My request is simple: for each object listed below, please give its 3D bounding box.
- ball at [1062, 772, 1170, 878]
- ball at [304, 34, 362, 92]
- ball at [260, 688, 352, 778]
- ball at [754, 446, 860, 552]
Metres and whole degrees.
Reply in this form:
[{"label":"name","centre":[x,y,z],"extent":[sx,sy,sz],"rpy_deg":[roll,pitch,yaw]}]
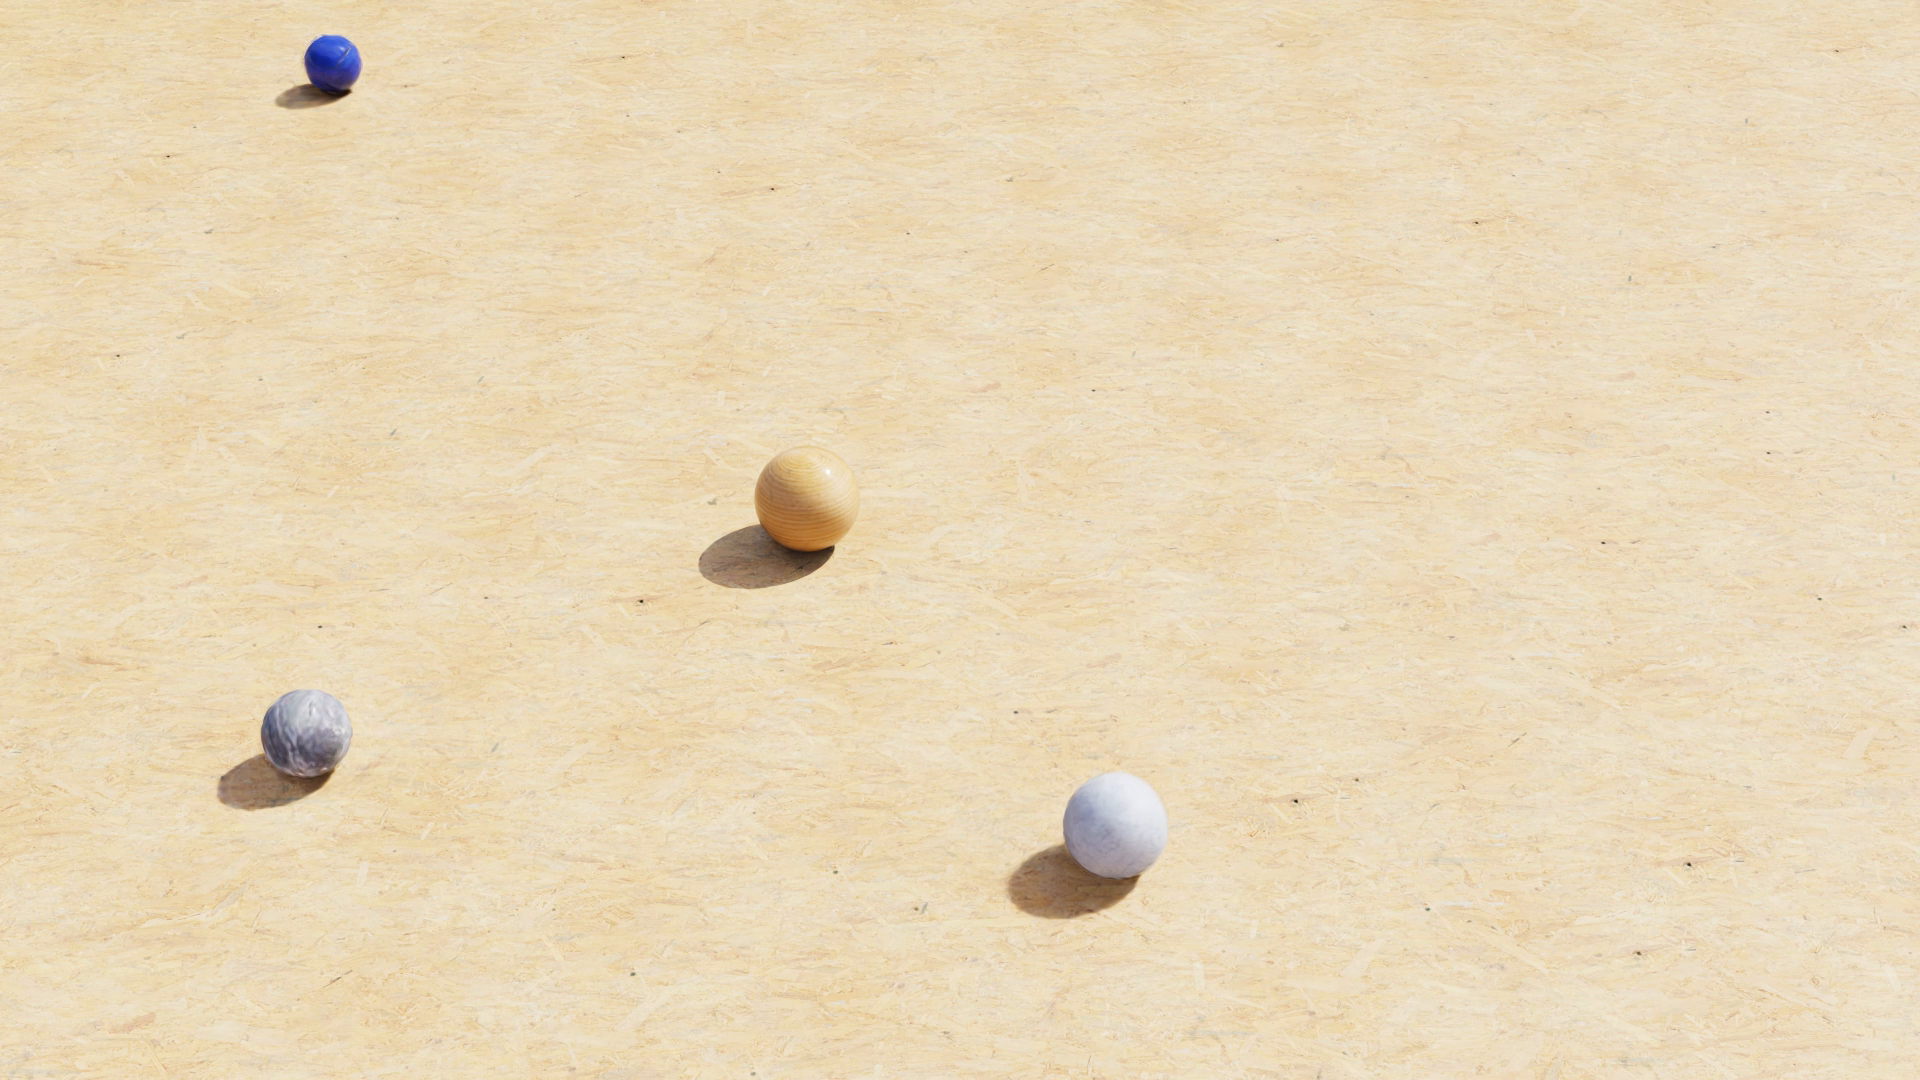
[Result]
[{"label":"ball","centre":[0.087,0.160,1.437],"extent":[0.059,0.059,0.059],"rpy_deg":[0,36,0]},{"label":"ball","centre":[-0.545,-0.414,2.229],"extent":[0.050,0.050,0.050],"rpy_deg":[0,36,0]},{"label":"ball","centre":[-0.384,0.113,1.507],"extent":[0.052,0.052,0.052],"rpy_deg":[0,36,0]},{"label":"ball","centre":[-0.100,-0.027,1.684],"extent":[0.070,0.070,0.070],"rpy_deg":[0,36,0]}]
